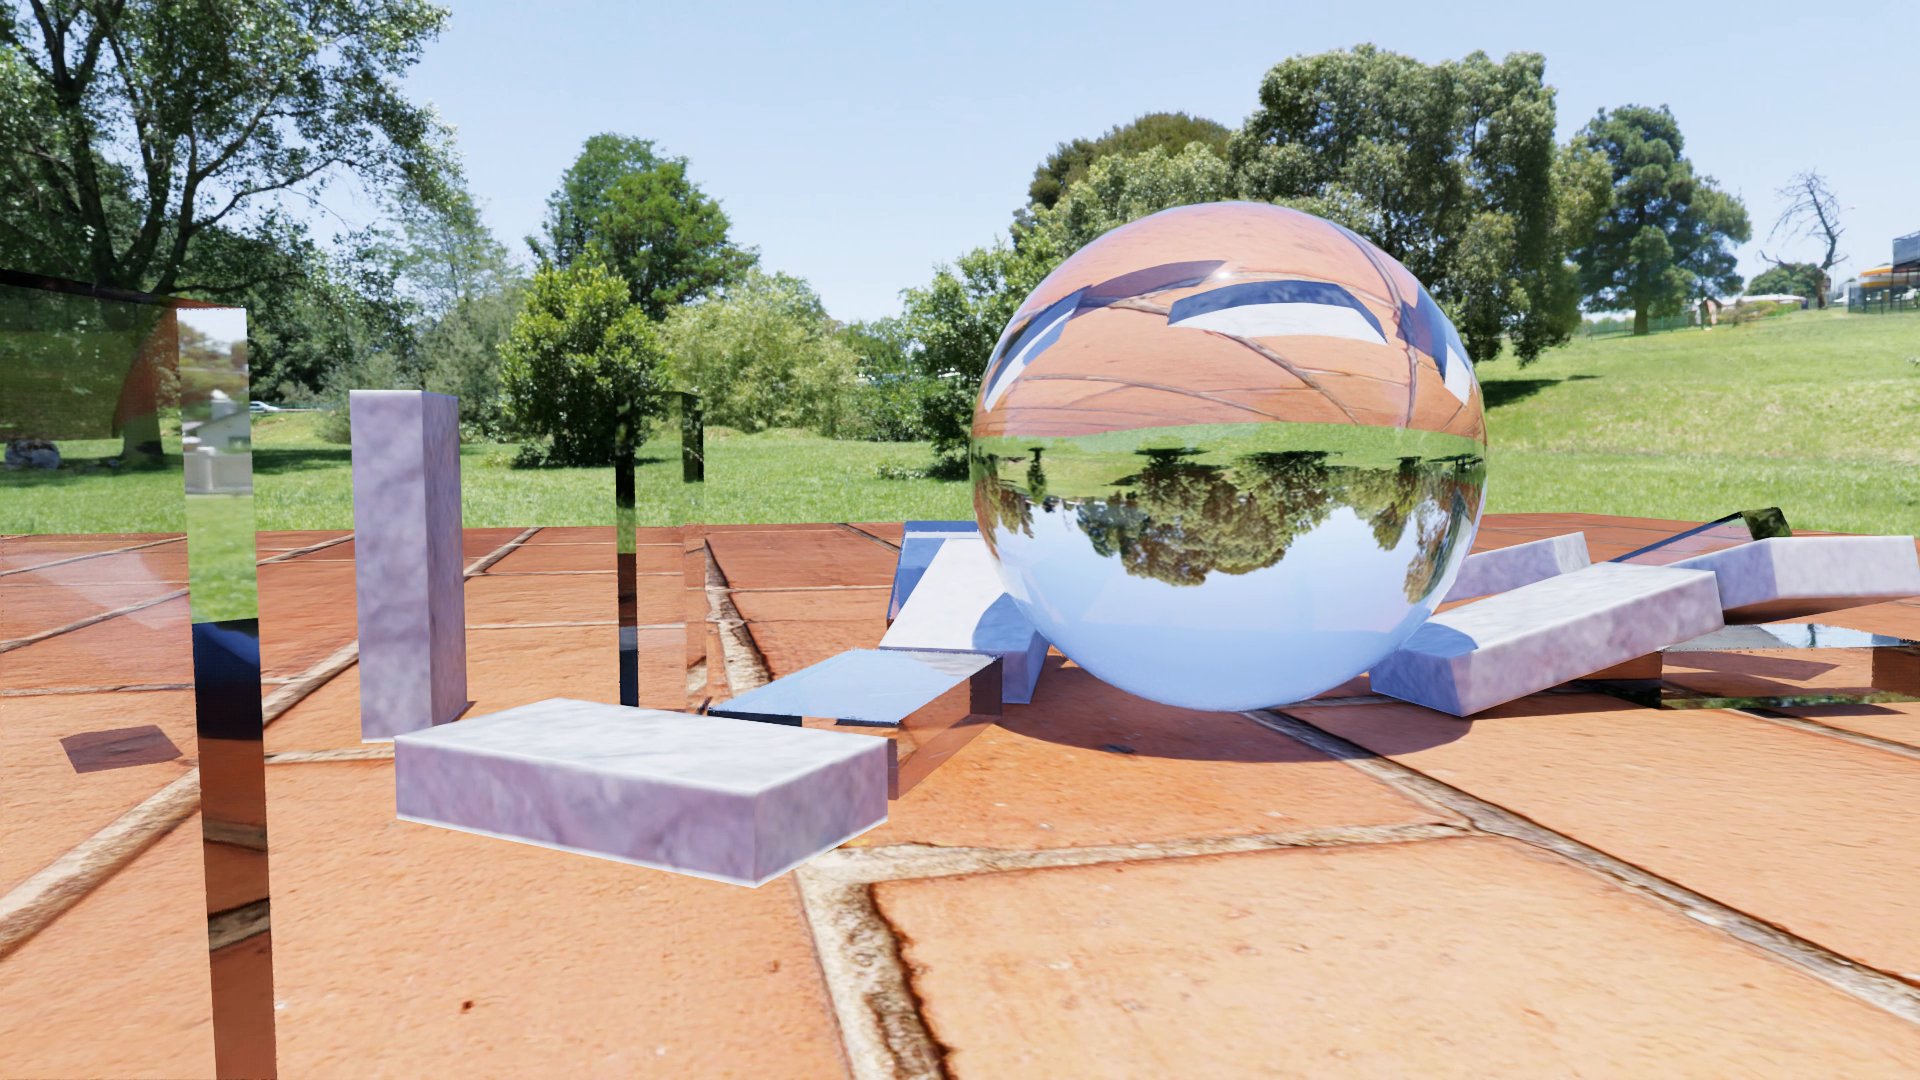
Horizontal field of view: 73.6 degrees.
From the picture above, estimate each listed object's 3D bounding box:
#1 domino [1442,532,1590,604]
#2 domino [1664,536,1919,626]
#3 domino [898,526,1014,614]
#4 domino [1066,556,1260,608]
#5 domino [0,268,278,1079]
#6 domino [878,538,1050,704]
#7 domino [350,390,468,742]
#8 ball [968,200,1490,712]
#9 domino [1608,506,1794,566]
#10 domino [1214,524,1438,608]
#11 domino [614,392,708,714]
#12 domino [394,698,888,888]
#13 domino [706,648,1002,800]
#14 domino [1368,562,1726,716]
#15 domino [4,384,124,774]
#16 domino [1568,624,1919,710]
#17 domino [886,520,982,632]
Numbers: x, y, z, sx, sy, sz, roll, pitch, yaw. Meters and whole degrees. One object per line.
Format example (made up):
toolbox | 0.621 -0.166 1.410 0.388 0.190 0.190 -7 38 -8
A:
domino | 0.117 0.009 0.300 0.050 0.010 0.025 -16 -7 39
domino | 0.134 0.009 0.223 0.025 0.010 0.050 -1 -11 -8
domino | 0.000 0.009 0.301 0.025 0.010 0.050 0 19 2
domino | 0.056 0.011 0.356 0.050 0.009 0.025 -3 5 -32
domino | -0.046 0.013 0.061 0.010 0.050 0.025 0 4 5
domino | 0.004 0.013 0.234 0.025 0.009 0.050 1 21 13
domino | -0.083 0.003 0.194 0.009 0.050 0.025 -1 4 -10
ball | 0.041 -0.013 0.205 0.080 0.080 0.080 0 4 0
domino | 0.142 0.008 0.266 0.025 0.009 0.050 -4 -19 -43
domino | 0.092 0.007 0.324 0.050 0.010 0.025 -15 -6 27
domino | -0.046 0.003 0.198 0.009 0.050 0.025 0 4 -4
domino | -0.036 0.027 0.145 0.050 0.009 0.025 2 5 27
domino | -0.012 0.024 0.180 0.025 0.010 0.050 1 4 16
domino | 0.097 0.016 0.214 0.050 0.010 0.025 -15 6 -13
domino | -0.124 0.004 0.177 0.009 0.050 0.025 -4 6 -39
domino | 0.135 0.021 0.220 0.050 0.009 0.025 -1 4 -9
domino | -0.001 0.010 0.271 0.025 0.009 0.050 0 23 2
